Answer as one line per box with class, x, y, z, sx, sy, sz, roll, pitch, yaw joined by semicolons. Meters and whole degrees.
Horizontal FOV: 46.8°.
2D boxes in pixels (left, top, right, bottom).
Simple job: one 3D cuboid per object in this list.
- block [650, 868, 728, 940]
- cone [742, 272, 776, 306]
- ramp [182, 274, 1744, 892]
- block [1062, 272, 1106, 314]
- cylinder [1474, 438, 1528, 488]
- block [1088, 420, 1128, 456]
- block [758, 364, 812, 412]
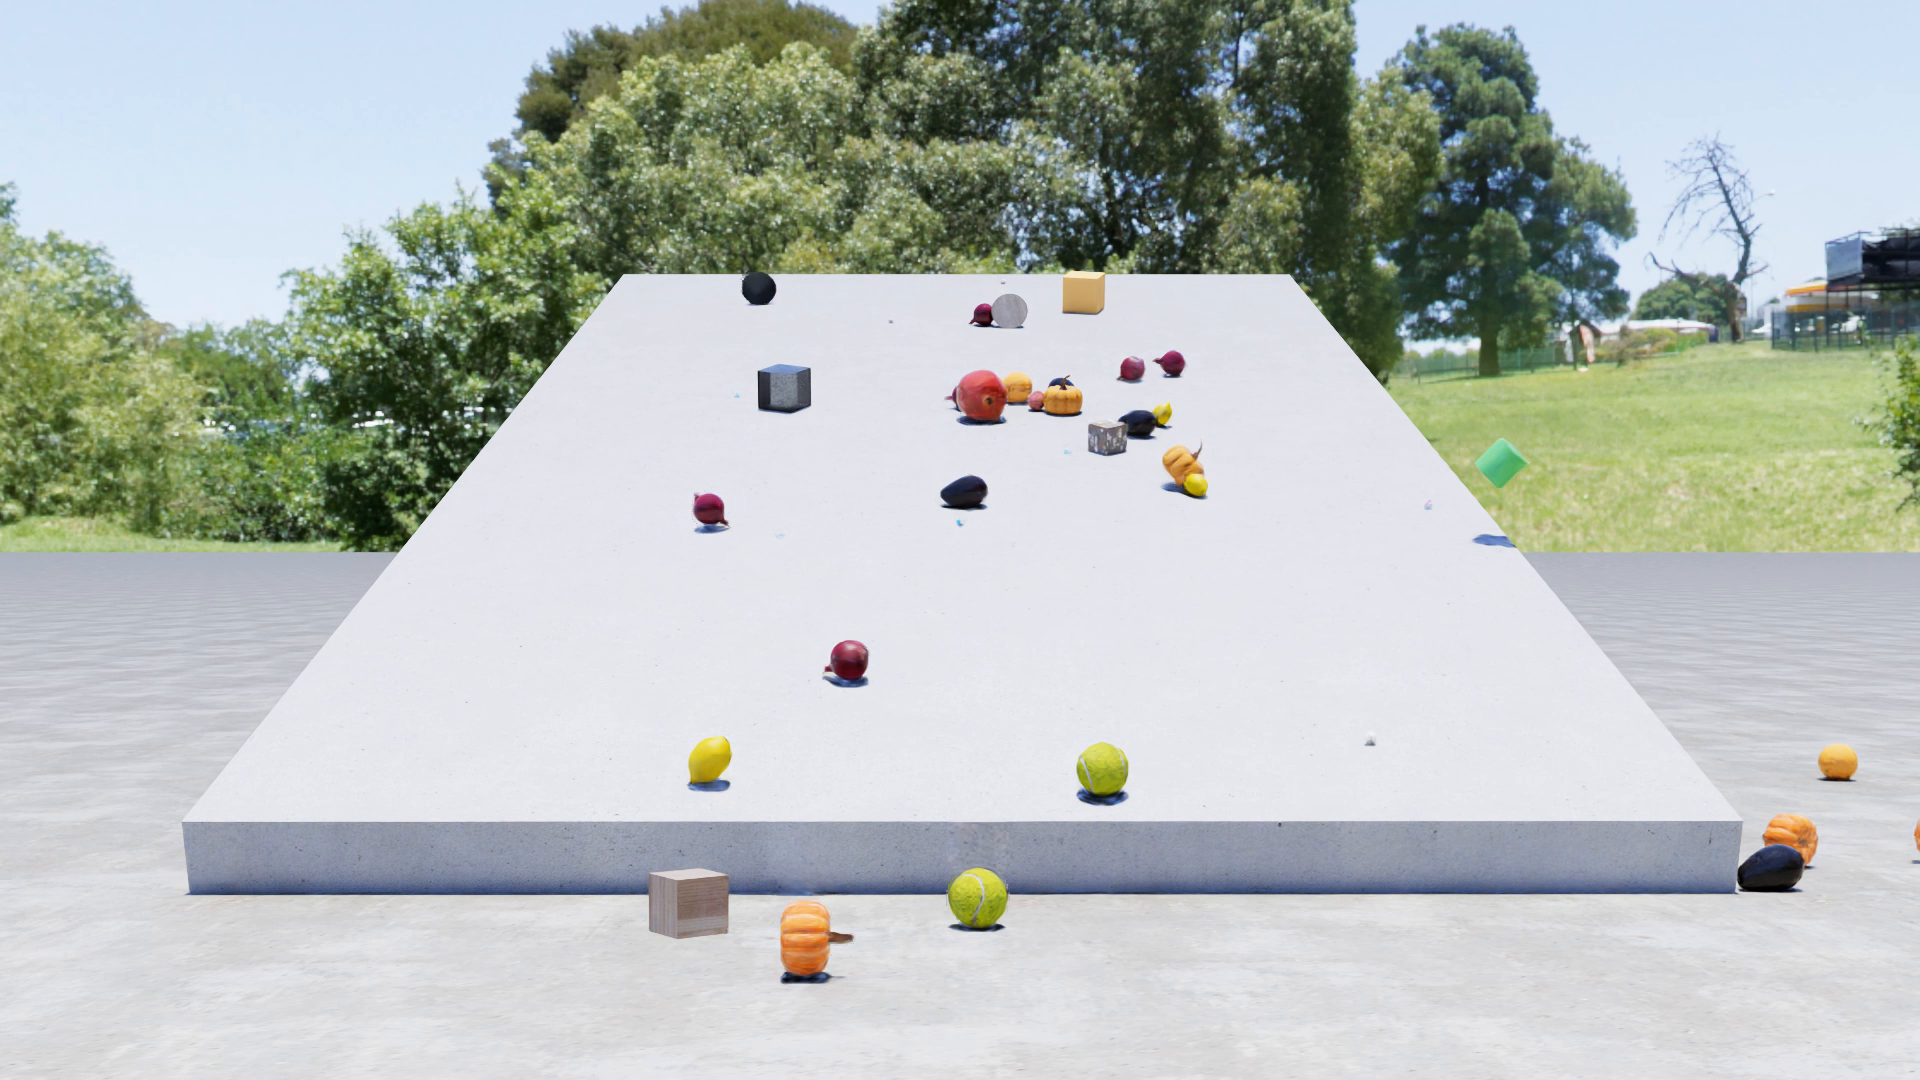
block;-0.315;0.421;2.575;0.067;0.067;0.067;0;0;-36
cone;-0.573;-0.694;6.250;0.098;0.098;0.098;0;-10;-13
ramp;-0.003;-0.171;4.771;2.000;0.100;4.000;0;17;0
block;0.342;-0.683;6.124;0.097;0.097;0.097;5;17;15
cylinder;0.980;-0.140;4.019;0.066;0.066;0.066;-46;-16;16
block;0.309;-0.215;4.645;0.058;0.058;0.058;-14;22;-38
block;-0.397;-0.343;5.015;0.087;0.087;0.087;9;19;27
